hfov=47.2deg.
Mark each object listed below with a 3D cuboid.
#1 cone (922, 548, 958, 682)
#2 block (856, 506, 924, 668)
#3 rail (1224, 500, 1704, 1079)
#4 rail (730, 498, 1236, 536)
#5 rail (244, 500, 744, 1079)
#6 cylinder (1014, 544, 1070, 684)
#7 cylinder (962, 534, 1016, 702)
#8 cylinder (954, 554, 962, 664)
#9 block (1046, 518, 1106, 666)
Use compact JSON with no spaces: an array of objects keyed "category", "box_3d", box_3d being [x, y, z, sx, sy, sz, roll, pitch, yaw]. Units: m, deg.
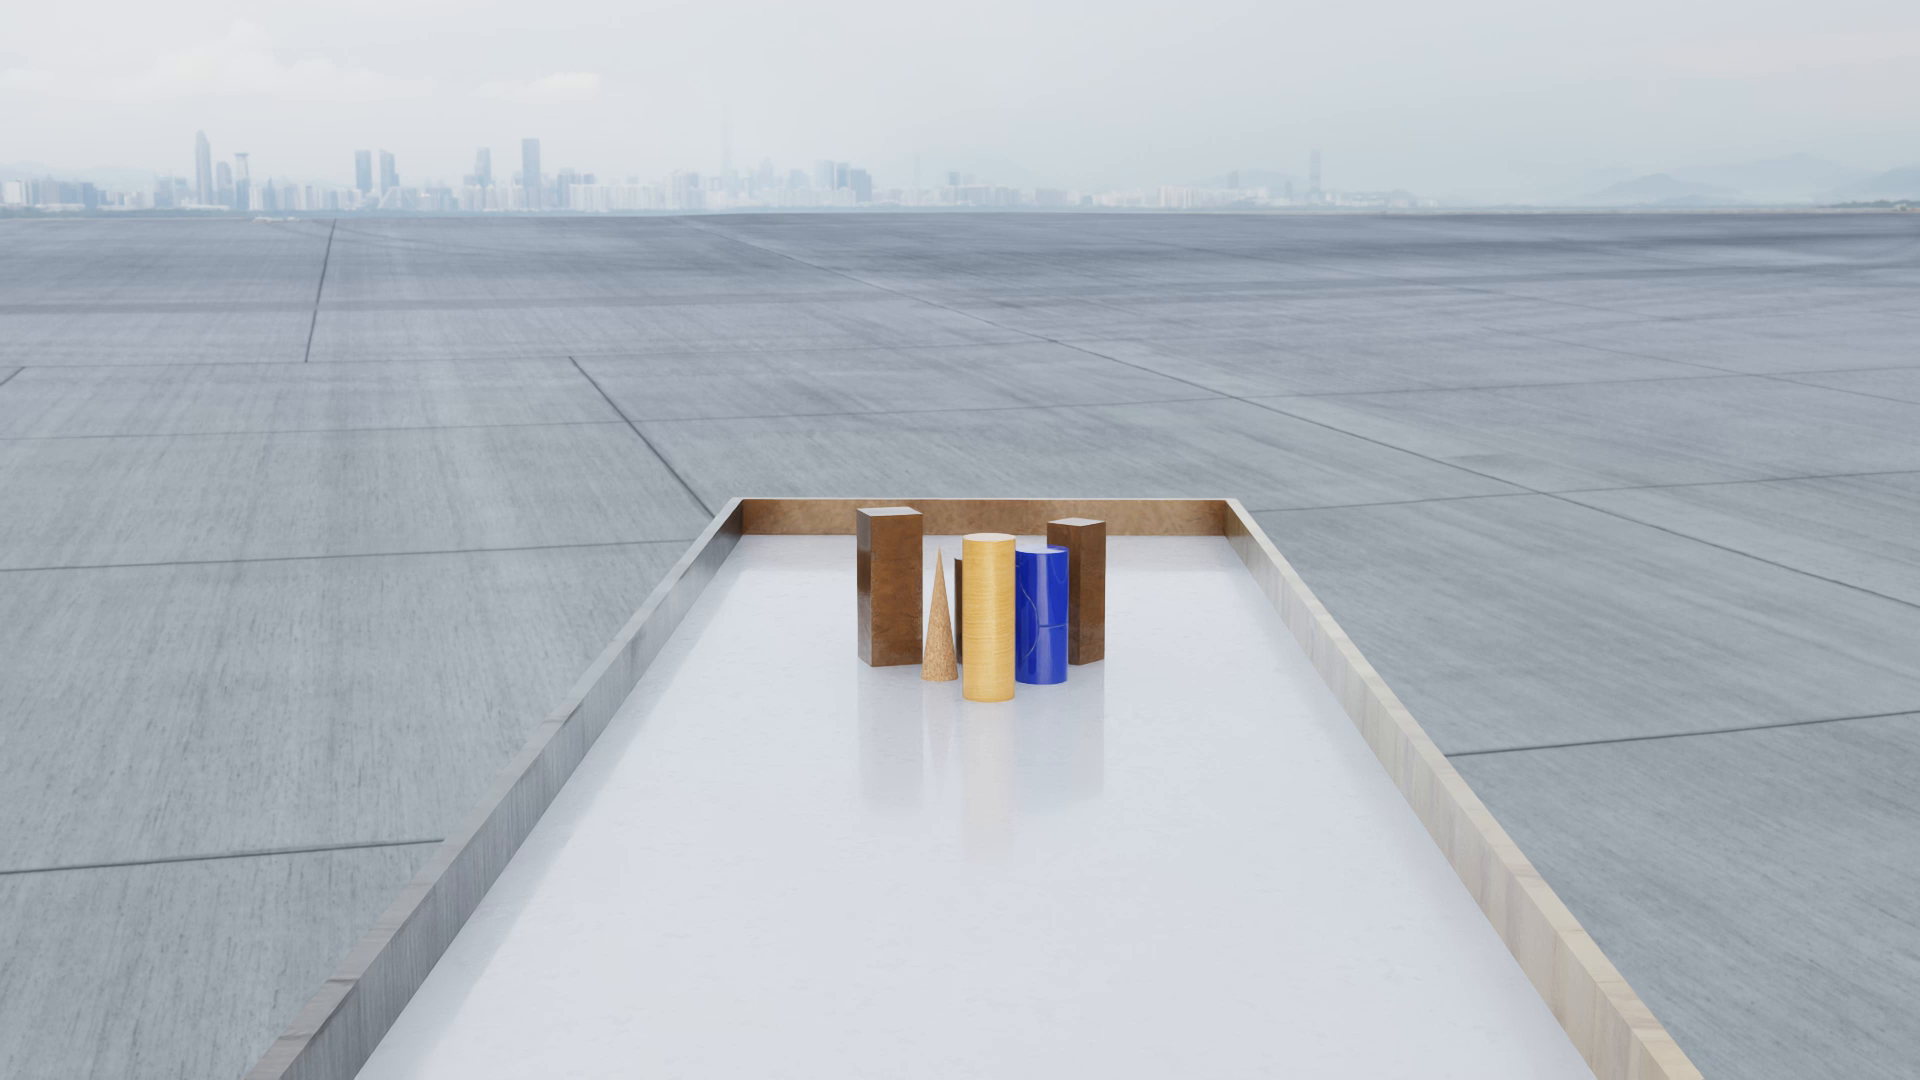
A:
[{"category":"cone","box_3d":[-0.060,0.207,6.429,0.110,0.398,0.110,0,9,0]},{"category":"block","box_3d":[-0.213,0.140,6.664,0.162,0.458,0.162,-3,9,-17]},{"category":"rail","box_3d":[1.046,0.843,3.208,0.050,0.150,12.000,0,9,1]},{"category":"rail","box_3d":[0.099,-0.098,9.147,2.100,0.150,0.050,0,9,1]},{"category":"rail","box_3d":[-1.004,0.839,3.234,0.050,0.150,12.000,0,9,1]},{"category":"cylinder","box_3d":[0.237,0.216,6.414,0.160,0.385,0.160,0,9,0]},{"category":"cylinder","box_3d":[0.081,0.217,6.181,0.149,0.456,0.149,0,9,0]},{"category":"cylinder","box_3d":[0.065,0.209,6.673,0.168,0.319,0.168,0,9,0]},{"category":"block","box_3d":[0.352,0.155,6.675,0.127,0.425,0.127,7,12,39]}]
